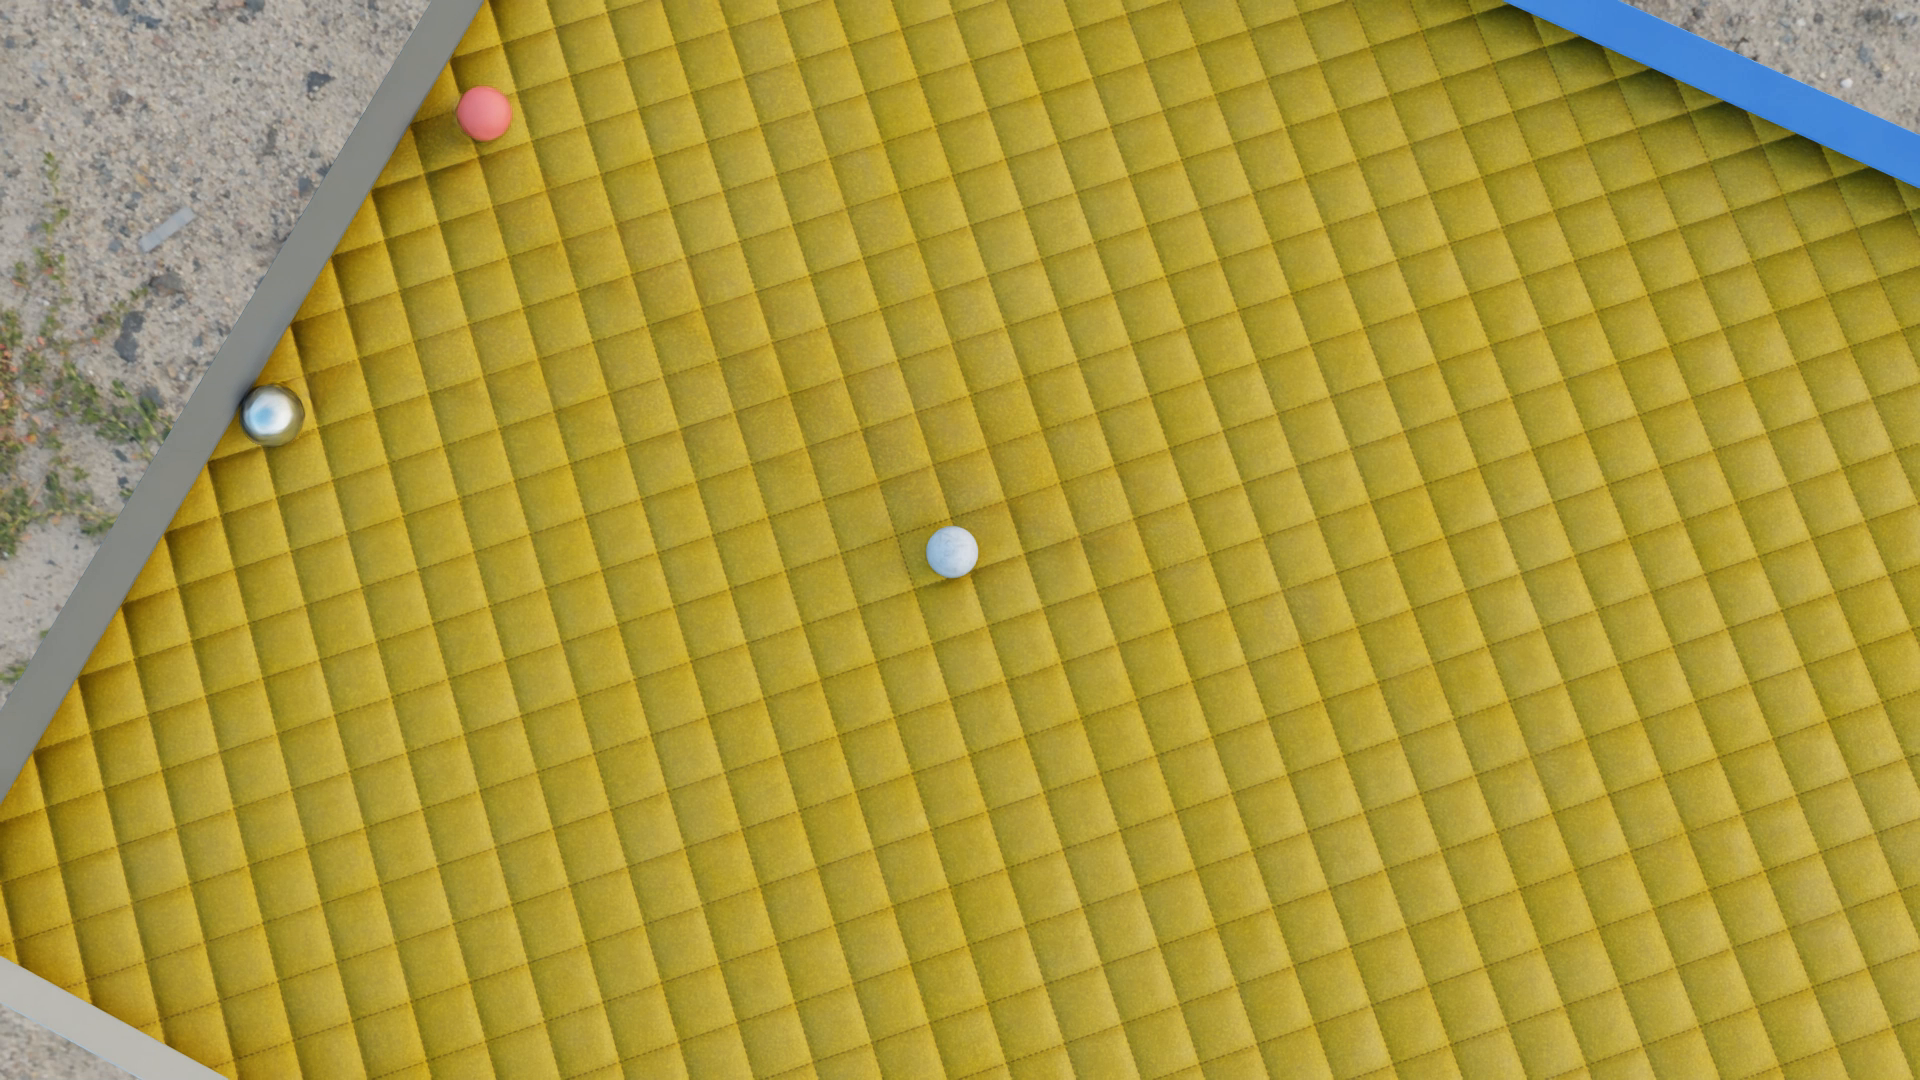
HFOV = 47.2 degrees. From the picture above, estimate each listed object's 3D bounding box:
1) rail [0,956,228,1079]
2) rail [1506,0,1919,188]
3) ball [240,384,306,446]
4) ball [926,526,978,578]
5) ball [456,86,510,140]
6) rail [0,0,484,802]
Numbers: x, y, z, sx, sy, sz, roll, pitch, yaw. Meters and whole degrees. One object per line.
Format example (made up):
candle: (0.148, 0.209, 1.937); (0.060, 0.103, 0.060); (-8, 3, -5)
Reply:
rail: (0.458, 1.522, 2.939); (4.458, 0.123, 0.045); (26, 78, 6)
rail: (1.532, -0.553, 3.419); (4.458, 0.123, 0.045); (26, 78, 6)
ball: (-1.047, -0.190, 3.351); (0.095, 0.095, 0.095); (0, 77, 0)
ball: (-0.012, 0.018, 3.310); (0.079, 0.079, 0.079); (0, 77, 0)
ball: (-0.751, -0.672, 3.468); (0.084, 0.084, 0.084); (0, 77, 0)
rail: (-0.974, -0.483, 3.403); (0.045, 0.123, 2.432); (26, 78, 6)
